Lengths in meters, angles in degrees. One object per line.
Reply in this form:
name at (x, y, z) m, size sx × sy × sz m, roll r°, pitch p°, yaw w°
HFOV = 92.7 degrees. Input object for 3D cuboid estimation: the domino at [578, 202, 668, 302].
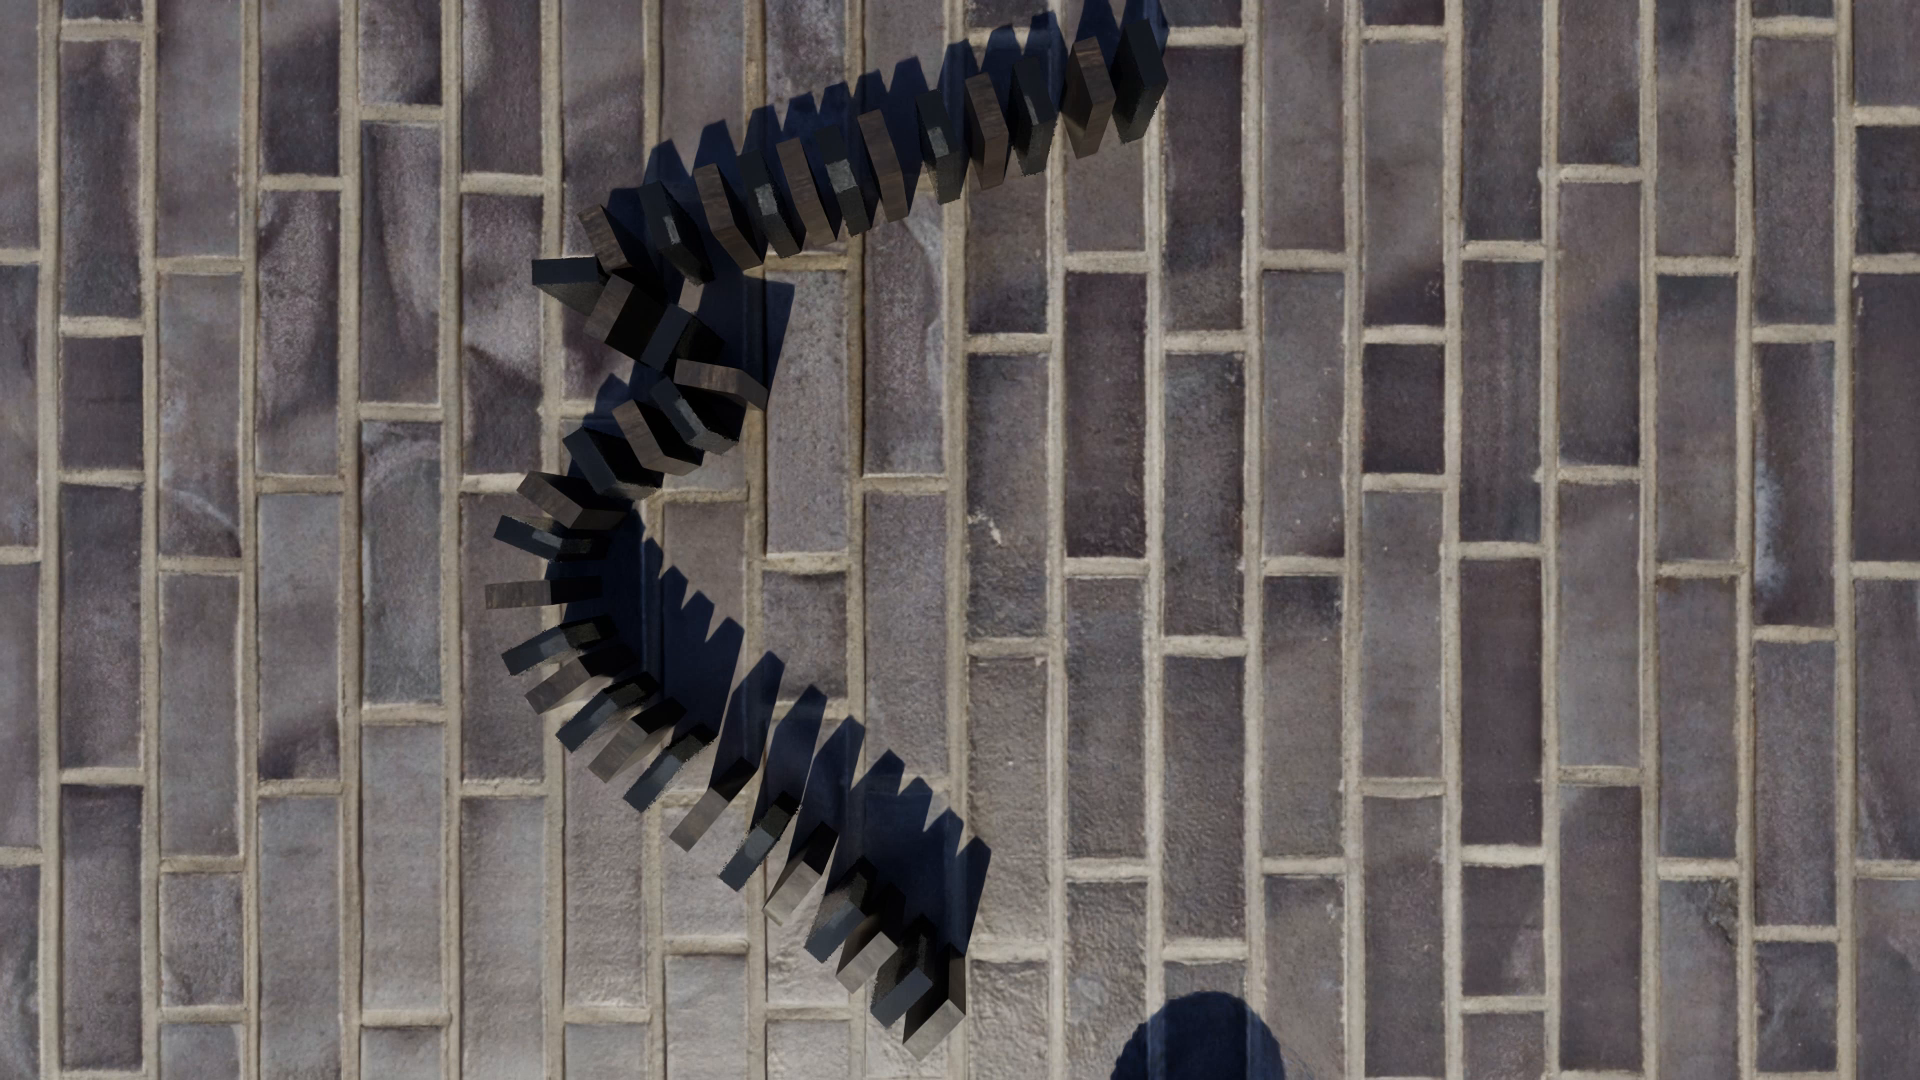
domino at (-0.137, -0.116, 0.375) m, size 0.010 × 0.050 × 0.025 m, roll -26°, pitch 90°, yaw 0°

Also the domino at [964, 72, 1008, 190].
domino at (0.010, -0.166, 0.375) m, size 0.010 × 0.050 × 0.025 m, roll -19°, pitch 90°, yaw 0°

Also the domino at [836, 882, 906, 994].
domino at (-0.036, 0.161, 0.375) m, size 0.009 × 0.050 × 0.025 m, roll 45°, pitch 90°, yaw 0°

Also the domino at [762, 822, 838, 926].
domino at (-0.064, 0.135, 0.375) m, size 0.010 × 0.050 × 0.025 m, roll 39°, pitch 90°, yaw 0°

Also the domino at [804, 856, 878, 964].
domino at (-0.048, 0.150, 0.375) m, size 0.009 × 0.050 × 0.025 m, roll 43°, pitch 90°, yaw 0°

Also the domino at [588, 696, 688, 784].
domino at (-0.131, 0.081, 0.375) m, size 0.010 × 0.050 × 0.025 m, roll 41°, pitch 90°, yaw 0°

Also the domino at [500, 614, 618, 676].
domino at (-0.162, 0.042, 0.375) m, size 0.025 × 0.050 × 0.010 m, roll -28°, pitch 90°, yaw 0°

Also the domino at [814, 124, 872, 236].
domino at (-0.047, -0.146, 0.375) m, size 0.009 × 0.050 × 0.025 m, roll -20°, pitch 90°, yaw 0°

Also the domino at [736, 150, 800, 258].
domino at (-0.078, -0.136, 0.375) m, size 0.010 × 0.050 × 0.025 m, roll -17°, pitch 90°, yaw 0°

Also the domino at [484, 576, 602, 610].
domino at (-0.169, 0.021, 0.375) m, size 0.025 × 0.050 × 0.010 m, roll -4°, pitch 90°, yaw 0°

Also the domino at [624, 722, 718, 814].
domino at (-0.117, 0.092, 0.375) m, size 0.010 × 0.050 × 0.025 m, roll 40°, pitch 90°, yaw 0°

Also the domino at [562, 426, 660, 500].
domino at (-0.141, -0.030, 0.375) m, size 0.010 × 0.050 × 0.025 m, roll -33°, pitch 90°, yaw 0°

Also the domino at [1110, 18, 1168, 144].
domino at (0.071, -0.186, 0.375) m, size 0.009 × 0.050 × 0.025 m, roll -19°, pitch 90°, yaw 0°

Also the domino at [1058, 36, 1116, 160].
domino at (0.051, -0.179, 0.375) m, size 0.009 × 0.050 × 0.025 m, roll -18°, pitch 90°, yaw 0°

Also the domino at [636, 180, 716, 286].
domino at (-0.115, -0.124, 0.375) m, size 0.009 × 0.050 × 0.025 m, roll -19°, pitch 90°, yaw 0°

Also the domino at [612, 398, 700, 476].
domino at (-0.123, -0.041, 0.375) m, size 0.009 × 0.050 × 0.025 m, roll -29°, pitch 90°, yaw 0°

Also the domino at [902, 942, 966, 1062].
domino at (-0.010, 0.187, 0.375) m, size 0.009 × 0.050 × 0.025 m, roll 45°, pitch 90°, yaw 0°

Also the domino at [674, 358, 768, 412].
domino at (-0.097, -0.063, 0.375) m, size 0.025 × 0.050 × 0.009 m, roll 10°, pitch 90°, yaw 0°

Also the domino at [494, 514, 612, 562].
domino at (-0.165, -0.001, 0.375) m, size 0.025 × 0.050 × 0.010 m, roll 22°, pitch 90°, yaw 0°

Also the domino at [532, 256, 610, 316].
domino at (-0.151, -0.103, 0.375) m, size 0.025 × 0.050 × 0.009 m, roll -3°, pitch 90°, yaw 0°

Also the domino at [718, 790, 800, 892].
domino at (-0.081, 0.122, 0.375) m, size 0.009 × 0.050 × 0.025 m, roll 38°, pitch 90°, yaw 0°

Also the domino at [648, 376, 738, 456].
domino at (-0.108, -0.050, 0.375) m, size 0.010 × 0.050 × 0.025 m, roll -36°, pitch 90°, yaw 0°

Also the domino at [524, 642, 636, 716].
domino at (-0.154, 0.056, 0.375) m, size 0.025 × 0.050 × 0.009 m, roll -36°, pitch 90°, yaw 0°

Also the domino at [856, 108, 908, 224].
domino at (-0.031, -0.152, 0.375) m, size 0.009 × 0.050 × 0.025 m, roll -19°, pitch 90°, yaw 0°

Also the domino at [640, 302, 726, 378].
domino at (-0.112, -0.078, 0.375) m, size 0.009 × 0.050 × 0.025 m, roll 28°, pitch 90°, yaw 0°

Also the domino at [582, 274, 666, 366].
domino at (-0.134, -0.089, 0.375) m, size 0.009 × 0.050 × 0.025 m, roll 28°, pitch 90°, yaw 0°

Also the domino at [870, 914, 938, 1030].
domino at (-0.022, 0.175, 0.375) m, size 0.025 × 0.050 × 0.009 m, roll -44°, pitch 90°, yaw 0°

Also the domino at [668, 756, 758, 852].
domino at (-0.100, 0.107, 0.375) m, size 0.010 × 0.050 × 0.025 m, roll 40°, pitch 90°, yaw 0°

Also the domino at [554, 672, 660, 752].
domino at (-0.143, 0.069, 0.375) m, size 0.025 × 0.050 × 0.009 m, roll -44°, pitch 90°, yaw 0°

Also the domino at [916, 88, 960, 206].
domino at (-0.009, -0.159, 0.375) m, size 0.010 × 0.050 × 0.025 m, roll -19°, pitch 90°, yaw 0°

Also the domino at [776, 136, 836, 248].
domino at (-0.062, -0.141, 0.375) m, size 0.010 × 0.050 × 0.025 m, roll -18°, pitch 90°, yaw 0°

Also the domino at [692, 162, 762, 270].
domino at (-0.094, -0.131, 0.375) m, size 0.009 × 0.050 × 0.025 m, roll -17°, pitch 90°, yaw 0°

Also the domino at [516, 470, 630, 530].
domino at (-0.157, -0.015, 0.375) m, size 0.025 × 0.050 × 0.010 m, roll 36°, pitch 90°, yaw 0°

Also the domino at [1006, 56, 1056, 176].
domino at (0.029, -0.172, 0.375) m, size 0.010 × 0.050 × 0.025 m, roll -18°, pitch 90°, yaw 0°
